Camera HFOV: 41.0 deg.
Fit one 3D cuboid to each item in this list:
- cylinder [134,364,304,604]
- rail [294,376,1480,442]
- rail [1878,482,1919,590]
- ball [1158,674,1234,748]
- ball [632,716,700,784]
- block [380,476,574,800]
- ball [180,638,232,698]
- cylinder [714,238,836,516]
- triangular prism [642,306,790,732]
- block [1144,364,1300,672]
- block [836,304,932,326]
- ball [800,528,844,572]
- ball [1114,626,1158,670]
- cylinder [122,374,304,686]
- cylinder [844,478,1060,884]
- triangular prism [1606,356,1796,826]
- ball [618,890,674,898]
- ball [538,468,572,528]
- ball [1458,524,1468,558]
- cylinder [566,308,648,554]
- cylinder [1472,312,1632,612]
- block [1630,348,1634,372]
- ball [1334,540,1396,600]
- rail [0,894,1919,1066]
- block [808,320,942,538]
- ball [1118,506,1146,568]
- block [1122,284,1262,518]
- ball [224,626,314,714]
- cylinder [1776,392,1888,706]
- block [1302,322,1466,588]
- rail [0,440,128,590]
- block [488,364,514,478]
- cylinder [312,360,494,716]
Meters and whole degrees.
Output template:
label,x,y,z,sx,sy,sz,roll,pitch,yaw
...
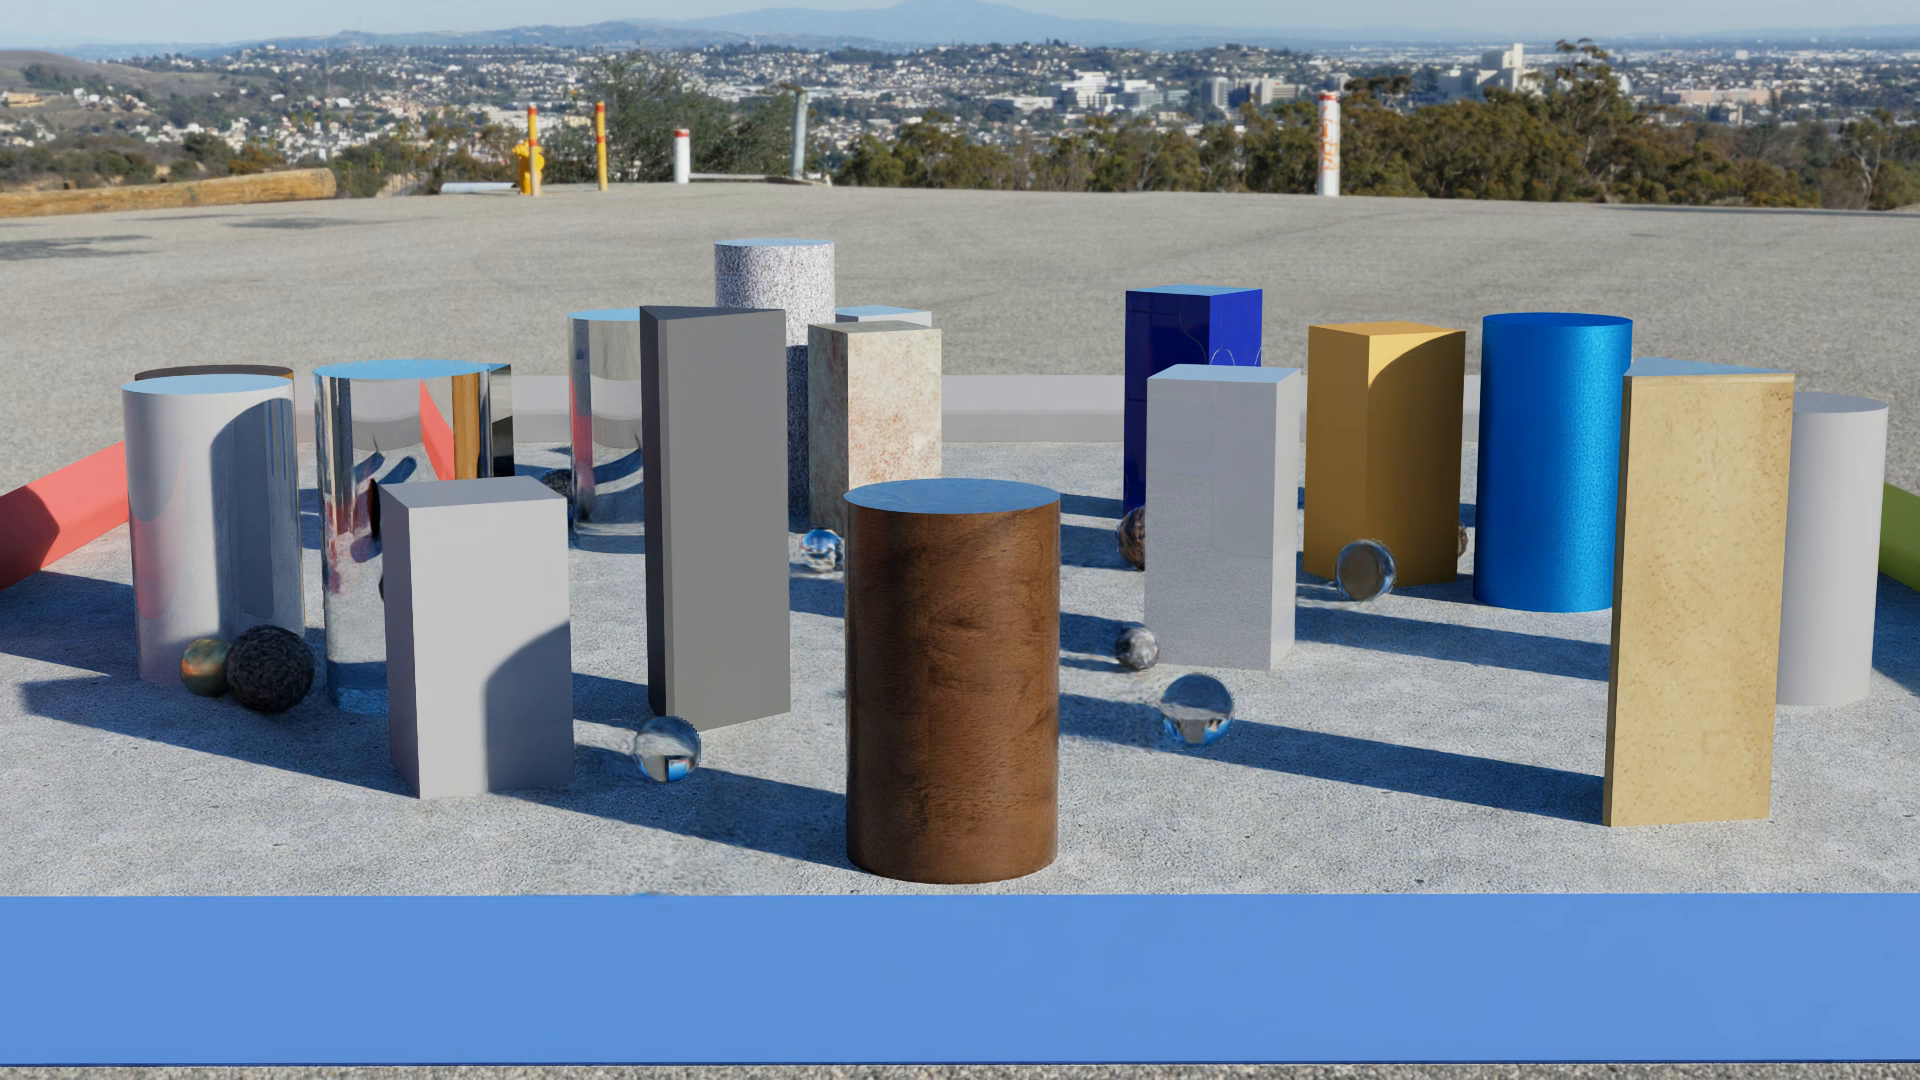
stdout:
label,x,y,z,sx,sy,sz,roll,pitch,yaw
cylinder,-0.966,-0.053,3.357,0.199,0.333,0.199,0,10,0
rail,-0.009,-0.253,4.995,2.695,0.129,0.045,0,10,0
rail,1.324,0.032,3.456,0.045,0.129,3.192,0,10,0
ball,0.255,0.184,2.774,0.080,0.080,0.080,0,10,0
ball,-0.302,0.216,2.636,0.068,0.068,0.068,0,10,0
block,-0.500,0.096,2.654,0.159,0.297,0.159,-4,11,-22
ball,-0.874,0.150,2.990,0.069,0.069,0.069,0,10,0
cylinder,-0.305,-0.272,4.252,0.199,0.440,0.199,0,10,0
triangular prism,-0.307,-0.030,2.887,0.172,0.459,0.149,-10,14,-43
block,0.327,-0.032,3.190,0.159,0.353,0.159,3,11,17
block,-0.162,-0.255,4.539,0.159,0.301,0.159,-8,13,-38
ball,-0.201,0.014,3.737,0.064,0.064,0.064,0,10,0
ball,0.214,0.132,3.116,0.054,0.054,0.054,0,10,0
cylinder,-0.903,-0.015,3.109,0.199,0.350,0.199,0,10,0
cylinder,-0.007,0.126,2.377,0.199,0.339,0.199,0,10,0
triangular prism,0.697,0.046,2.536,0.172,0.439,0.149,-2,11,-10
ball,-0.243,0.321,1.981,0.099,0.099,0.099,0,10,0
ball,-0.633,-0.067,4.088,0.095,0.095,0.095,0,10,0
ball,0.720,0.002,3.801,0.065,0.065,0.065,0,10,0
cylinder,-0.499,-0.170,3.938,0.199,0.353,0.199,0,10,0
cylinder,0.811,-0.110,3.520,0.199,0.386,0.199,0,10,0
block,0.979,-0.168,4.087,0.159,0.295,0.159,2,11,10
ball,0.558,0.041,3.537,0.083,0.083,0.083,0,10,0
rail,0.009,0.319,1.903,2.695,0.129,0.045,0,10,0
block,-0.136,-0.177,4.063,0.159,0.322,0.159,-5,12,-26
ball,0.278,-0.004,3.751,0.094,0.094,0.094,0,10,0
block,0.377,-0.220,4.157,0.159,0.371,0.159,8,13,37
ball,-0.785,0.147,2.919,0.099,0.099,0.099,0,10,0
cylinder,0.978,0.006,3.022,0.199,0.340,0.199,0,10,0
block,0.605,-0.124,3.674,0.159,0.359,0.159,-5,11,-24
rail,-1.324,0.035,3.441,0.045,0.129,3.192,0,10,0
block,-0.774,-0.120,3.873,0.159,0.278,0.159,1,11,7
cylinder,-0.639,-0.007,2.971,0.199,0.384,0.199,0,10,0
